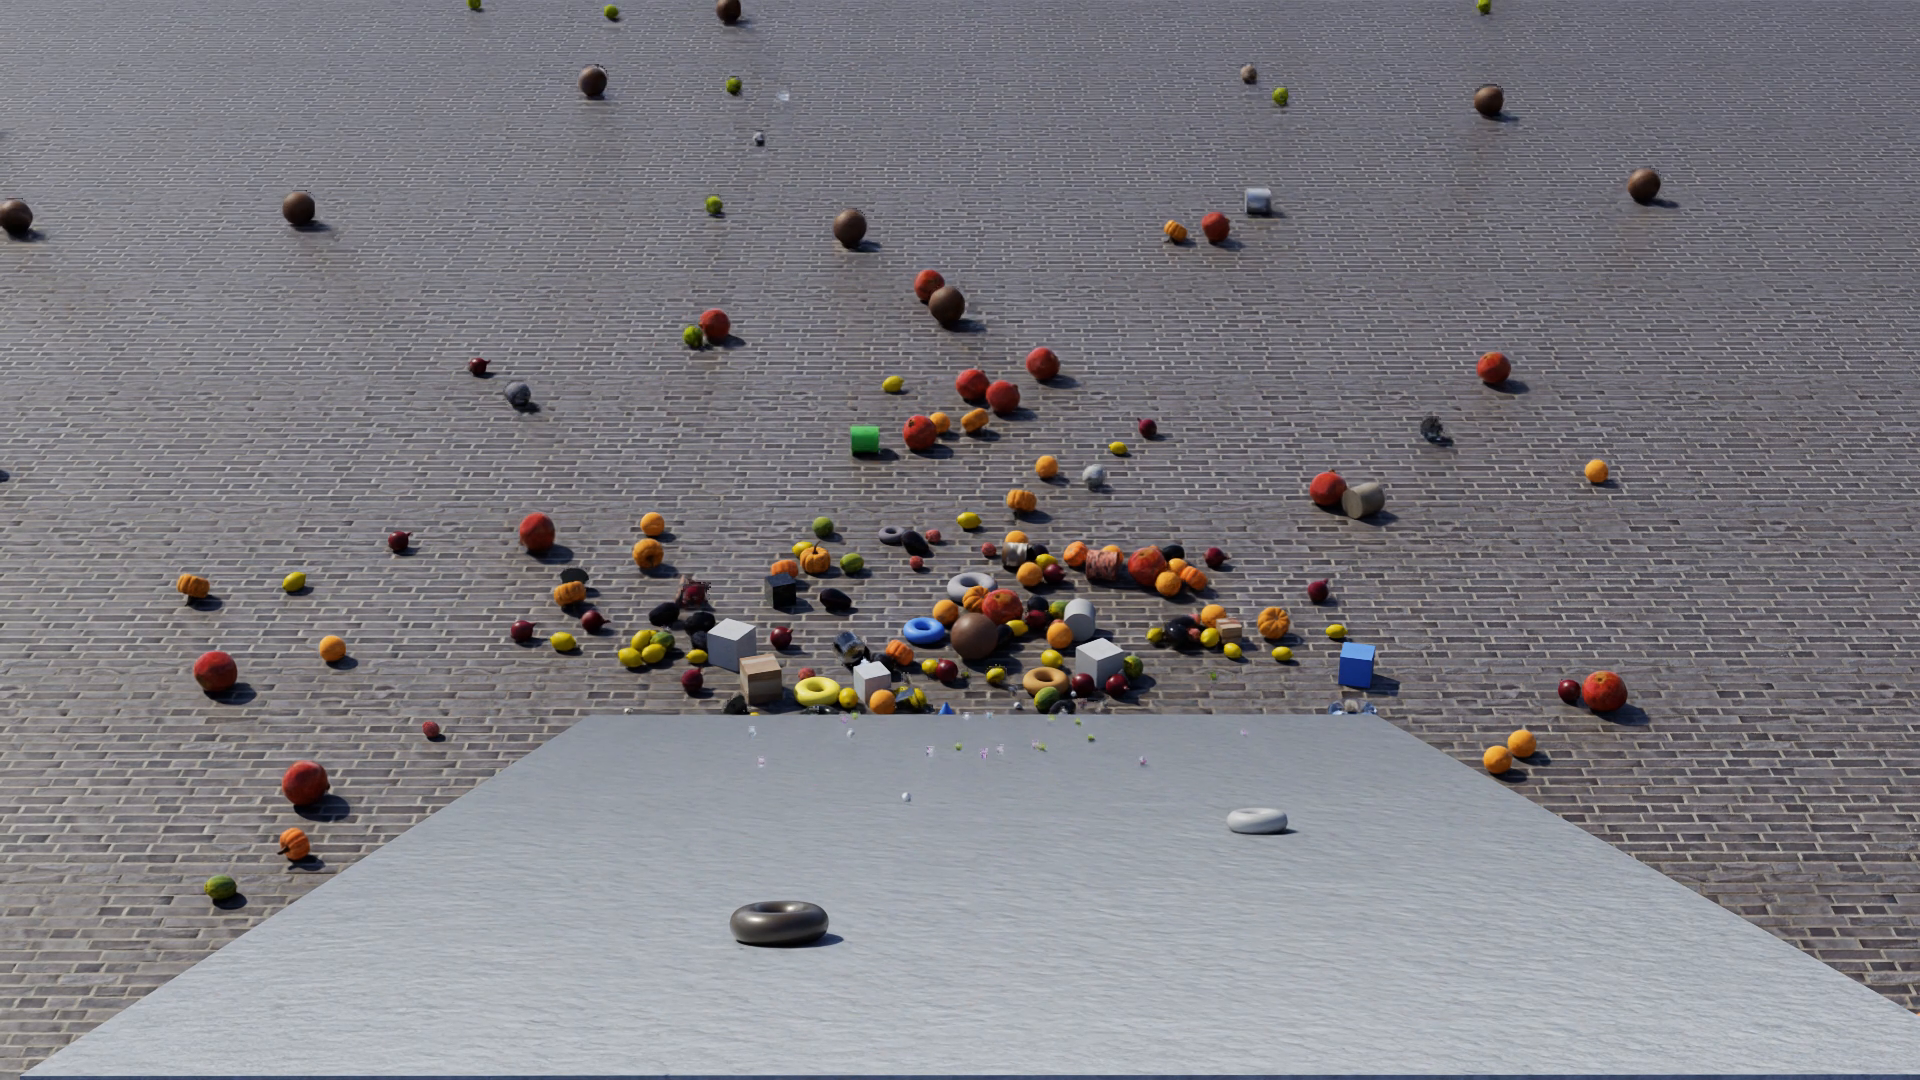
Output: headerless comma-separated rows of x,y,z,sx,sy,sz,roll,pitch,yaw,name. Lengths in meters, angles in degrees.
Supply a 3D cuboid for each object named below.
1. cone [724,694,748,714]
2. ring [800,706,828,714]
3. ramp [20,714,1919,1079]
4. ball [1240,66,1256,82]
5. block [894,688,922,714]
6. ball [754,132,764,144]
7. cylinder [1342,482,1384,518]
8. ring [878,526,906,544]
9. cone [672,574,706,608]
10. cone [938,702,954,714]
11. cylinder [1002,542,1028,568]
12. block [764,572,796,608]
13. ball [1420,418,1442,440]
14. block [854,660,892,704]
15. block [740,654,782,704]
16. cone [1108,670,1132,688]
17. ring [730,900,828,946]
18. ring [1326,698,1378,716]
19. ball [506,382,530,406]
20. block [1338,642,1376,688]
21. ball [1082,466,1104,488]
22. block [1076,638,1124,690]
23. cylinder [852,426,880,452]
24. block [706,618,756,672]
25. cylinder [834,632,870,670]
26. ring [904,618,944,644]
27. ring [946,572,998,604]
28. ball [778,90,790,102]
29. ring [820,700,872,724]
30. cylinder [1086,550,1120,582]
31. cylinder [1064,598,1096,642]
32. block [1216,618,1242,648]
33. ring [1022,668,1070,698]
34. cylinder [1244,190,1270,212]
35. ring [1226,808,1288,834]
-0.567,0.452,6.727,0.071,0.071,0.071,43,43,17,cone
-0.365,0.465,6.697,0.111,0.037,0.111,-1,27,0,ring
0.060,0.539,4.575,2.000,0.100,4.000,0,1,0,ramp
1.337,-2.162,11.960,0.078,0.078,0.078,0,26,0,ball
-0.135,0.425,6.737,0.052,0.052,0.052,-23,22,4,block
-0.866,-1.729,11.116,0.051,0.051,0.051,0,26,0,ball
1.221,-0.121,7.819,0.092,0.092,0.092,-18,31,-32,cylinder
-0.201,-0.017,7.679,0.086,0.029,0.086,-1,26,1,ring
-0.786,0.163,7.301,0.092,0.092,0.092,26,63,41,cone
-0.036,0.443,6.722,0.054,0.054,0.054,0,26,0,cone
0.161,0.043,7.512,0.070,0.070,0.070,3,26,6,cylinder
-0.509,0.143,7.310,0.069,0.069,0.069,-11,28,-21,block
1.521,-0.359,8.325,0.070,0.070,0.070,0,26,0,ball
-0.232,0.377,6.831,0.075,0.075,0.075,-12,29,-23,block
-0.527,0.368,6.831,0.091,0.091,0.091,-8,28,-16,block
0.419,0.380,6.881,0.057,0.057,0.057,-28,27,4,cone
-0.234,0.496,3.339,0.129,0.043,0.129,-1,2,0,ring
1.020,0.454,6.709,0.134,0.045,0.134,0,25,0,ring
-1.468,-0.485,8.566,0.081,0.081,0.081,0,26,0,ball
1.062,0.334,6.907,0.084,0.084,0.084,7,27,13,block
0.414,-0.198,8.001,0.067,0.067,0.067,0,26,0,ball
0.373,0.332,6.903,0.092,0.092,0.092,-18,31,-32,block
-0.302,-0.320,8.229,0.086,0.086,0.086,0,26,-1,cylinder
-0.618,0.284,6.996,0.095,0.095,0.095,14,30,26,block
-0.293,0.301,6.983,0.077,0.077,0.077,-11,28,-21,cylinder
-0.099,0.251,7.127,0.116,0.039,0.116,1,26,-1,ring
0.035,0.137,7.346,0.146,0.049,0.146,-1,26,1,ring
-0.798,-2.013,11.688,0.053,0.053,0.053,0,26,0,ball
-0.281,0.442,6.365,0.127,0.042,0.127,-4,32,3,ring
0.410,0.072,7.435,0.085,0.085,0.085,6,27,10,cylinder
0.331,0.221,7.132,0.087,0.087,0.087,2,26,4,cylinder
0.740,0.254,7.100,0.057,0.057,0.057,-5,27,-11,block
0.229,0.379,6.865,0.125,0.042,0.125,1,25,-1,ring
1.189,-1.354,10.309,0.093,0.093,0.093,0,26,2,cylinder
0.504,0.477,4.377,0.103,0.034,0.103,-1,2,0,ring
